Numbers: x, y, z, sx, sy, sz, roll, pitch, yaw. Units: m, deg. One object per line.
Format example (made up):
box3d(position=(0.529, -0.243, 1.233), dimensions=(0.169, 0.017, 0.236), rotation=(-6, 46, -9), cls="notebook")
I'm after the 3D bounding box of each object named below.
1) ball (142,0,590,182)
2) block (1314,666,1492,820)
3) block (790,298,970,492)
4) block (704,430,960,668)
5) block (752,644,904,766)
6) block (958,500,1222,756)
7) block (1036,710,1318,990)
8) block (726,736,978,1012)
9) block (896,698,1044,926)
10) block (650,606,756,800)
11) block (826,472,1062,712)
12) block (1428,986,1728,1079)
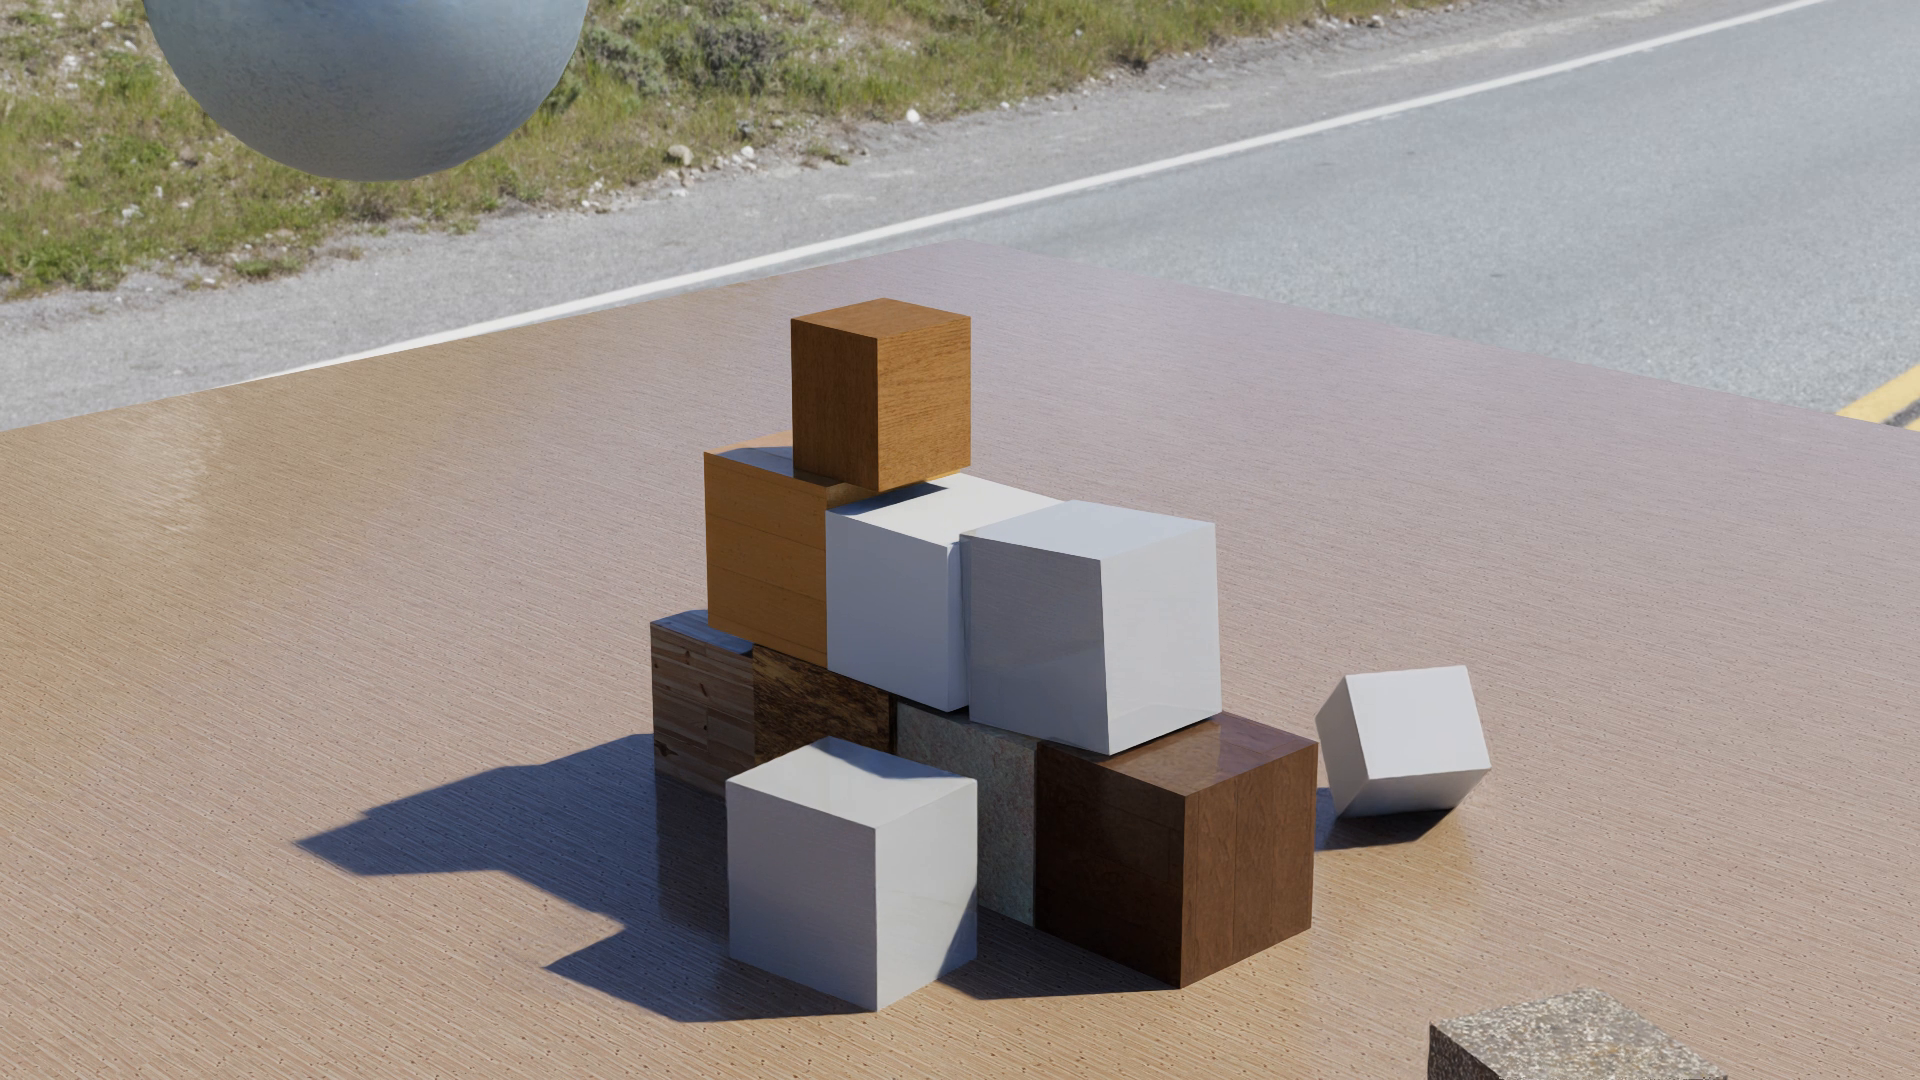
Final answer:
box3d(position=(-2.117, -2.083, 10.468), dimensions=(1.600, 1.600, 1.600), rotation=(0, 17, 0), cls="ball")
box3d(position=(2.110, 0.969, 14.022), dimensions=(0.607, 0.527, 0.526), rotation=(-4, -25, -13), cls="block")
box3d(position=(-0.361, -0.677, 13.470), dimensions=(0.565, 0.709, 0.598), rotation=(16, 24, 42), cls="block")
box3d(position=(-0.606, -0.002, 13.961), dimensions=(0.853, 0.873, 0.855), rotation=(17, 24, 42), cls="block")
box3d(position=(-0.326, 0.913, 13.973), dimensions=(0.919, 0.879, 0.932), rotation=(-17, 24, -42), cls="block")
box3d(position=(0.574, 0.364, 12.853), dimensions=(0.736, 0.856, 0.837), rotation=(-17, 19, -42), cls="block")
box3d(position=(0.939, 1.290, 12.778), dimensions=(0.870, 0.876, 0.849), rotation=(-16, 24, -42), cls="block")
box3d(position=(-0.458, 1.407, 12.495), dimensions=(0.829, 0.824, 0.662), rotation=(14, 22, 37), cls="block")
box3d(position=(0.325, 1.124, 13.379), dimensions=(0.871, 0.832, 0.857), rotation=(-17, 24, -42), cls="block")
box3d(position=(-0.946, 0.773, 14.570), dimensions=(0.850, 0.788, 0.792), rotation=(-17, 24, -42), cls="block")
box3d(position=(-0.028, 0.222, 13.423), dimensions=(0.783, 0.768, 0.864), rotation=(17, 24, 42), cls="block")
box3d(position=(2.186, 2.119, 10.496), dimensions=(0.730, 0.663, 0.760), rotation=(-8, 19, -23), cls="block")
